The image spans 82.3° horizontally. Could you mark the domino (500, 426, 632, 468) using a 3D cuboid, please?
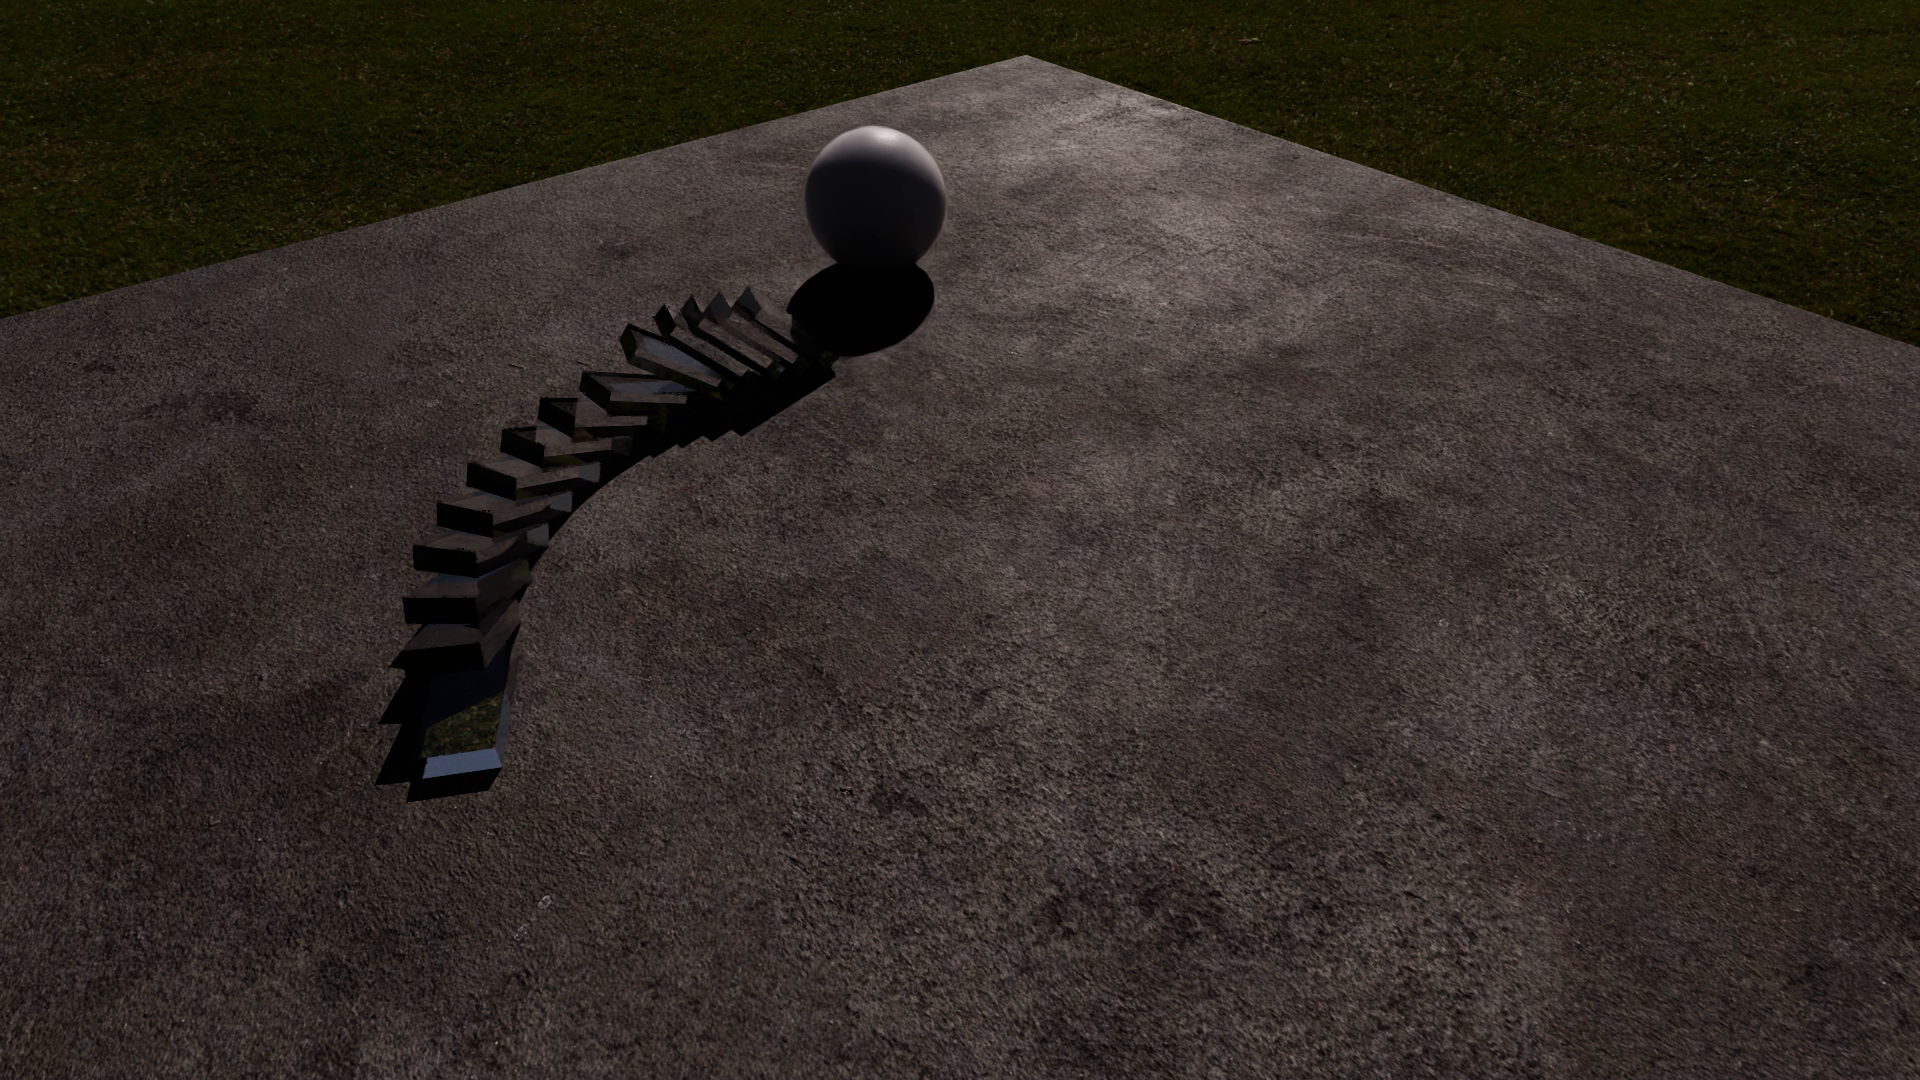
[{"bbox_3d":[-0.170,-0.042,0.478,0.025,0.010,0.050,21,18,23],"label":"domino"}]

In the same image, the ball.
[{"bbox_3d":[-0.048,-0.191,0.621,0.080,0.080,0.080,0,39,0],"label":"ball"}]

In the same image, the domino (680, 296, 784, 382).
[{"bbox_3d":[-0.111,-0.098,0.538,0.050,0.010,0.025,29,18,-42],"label":"domino"}]

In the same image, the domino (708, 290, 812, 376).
[{"bbox_3d":[-0.098,-0.101,0.542,0.050,0.010,0.025,29,18,-42],"label":"domino"}]

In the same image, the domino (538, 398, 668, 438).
[{"bbox_3d":[-0.160,-0.055,0.495,0.025,0.010,0.050,26,21,29],"label":"domino"}]

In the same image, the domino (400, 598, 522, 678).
[{"bbox_3d":[-0.174,0.033,0.387,0.025,0.010,0.050,-6,15,-7],"label":"domino"}]

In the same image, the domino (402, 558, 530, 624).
[{"bbox_3d":[-0.181,0.018,0.406,0.025,0.009,0.050,0,15,0],"label":"domino"}]

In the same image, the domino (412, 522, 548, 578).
[{"bbox_3d":[-0.184,0.002,0.425,0.025,0.009,0.050,7,14,8],"label":"domino"}]

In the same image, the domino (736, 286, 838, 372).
[{"bbox_3d":[-0.085,-0.104,0.545,0.050,0.009,0.025,29,18,-42],"label":"domino"}]

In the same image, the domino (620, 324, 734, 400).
[{"bbox_3d":[-0.135,-0.085,0.525,0.050,0.010,0.025,19,24,-38],"label":"domino"}]

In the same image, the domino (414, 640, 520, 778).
[{"bbox_3d":[-0.167,0.057,0.374,0.025,0.010,0.050,-7,40,-9],"label":"domino"}]

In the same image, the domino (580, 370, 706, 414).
[{"bbox_3d":[-0.147,-0.068,0.510,0.025,0.010,0.050,33,24,34],"label":"domino"}]

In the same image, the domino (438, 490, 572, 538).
[{"bbox_3d":[-0.182,-0.013,0.443,0.025,0.010,0.050,11,15,13],"label":"domino"}]

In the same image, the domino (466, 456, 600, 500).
[{"bbox_3d":[-0.178,-0.028,0.461,0.025,0.010,0.050,16,16,18],"label":"domino"}]

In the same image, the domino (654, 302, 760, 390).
[{"bbox_3d":[-0.122,-0.093,0.532,0.050,0.010,0.025,29,18,-42],"label":"domino"}]
